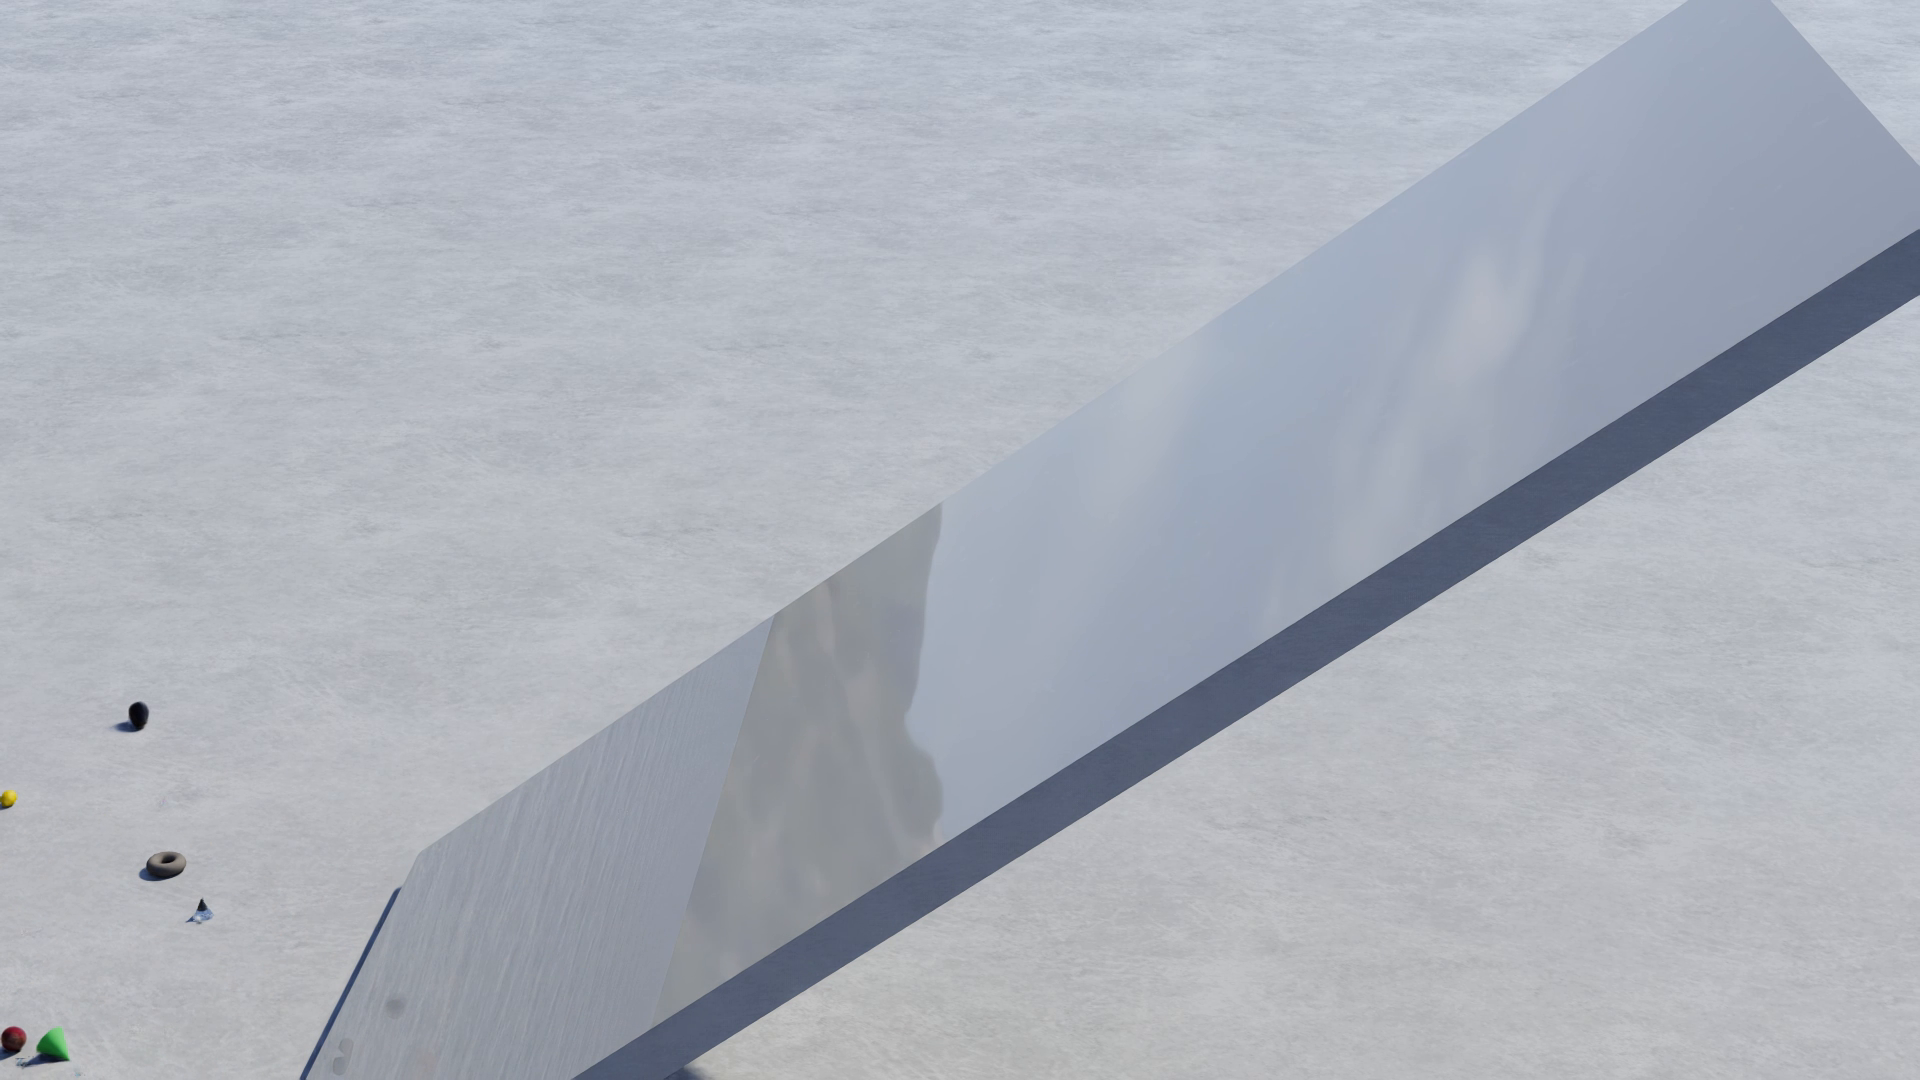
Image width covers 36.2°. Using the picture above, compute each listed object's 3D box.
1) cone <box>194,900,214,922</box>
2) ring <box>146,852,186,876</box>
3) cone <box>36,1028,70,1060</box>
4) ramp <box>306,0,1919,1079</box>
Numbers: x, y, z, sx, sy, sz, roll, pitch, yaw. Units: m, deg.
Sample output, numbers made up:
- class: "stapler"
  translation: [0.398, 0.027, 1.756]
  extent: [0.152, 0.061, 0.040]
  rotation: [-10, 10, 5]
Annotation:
- class: "cone"
  translation: [-1.962, 0.951, 7.618]
  extent: [0.052, 0.052, 0.052]
  rotation: [0, 22, 0]
- class: "ring"
  translation: [-2.119, 0.865, 7.854]
  extent: [0.104, 0.035, 0.104]
  rotation: [1, 22, -1]
- class: "cone"
  translation: [-2.143, 1.214, 6.999]
  extent: [0.077, 0.077, 0.077]
  rotation: [39, 37, 17]
- class: "ramp"
  translation: [0.131, 0.177, 6.317]
  extent: [4.000, 0.100, 2.000]
  rotation: [-34, 16, 16]
